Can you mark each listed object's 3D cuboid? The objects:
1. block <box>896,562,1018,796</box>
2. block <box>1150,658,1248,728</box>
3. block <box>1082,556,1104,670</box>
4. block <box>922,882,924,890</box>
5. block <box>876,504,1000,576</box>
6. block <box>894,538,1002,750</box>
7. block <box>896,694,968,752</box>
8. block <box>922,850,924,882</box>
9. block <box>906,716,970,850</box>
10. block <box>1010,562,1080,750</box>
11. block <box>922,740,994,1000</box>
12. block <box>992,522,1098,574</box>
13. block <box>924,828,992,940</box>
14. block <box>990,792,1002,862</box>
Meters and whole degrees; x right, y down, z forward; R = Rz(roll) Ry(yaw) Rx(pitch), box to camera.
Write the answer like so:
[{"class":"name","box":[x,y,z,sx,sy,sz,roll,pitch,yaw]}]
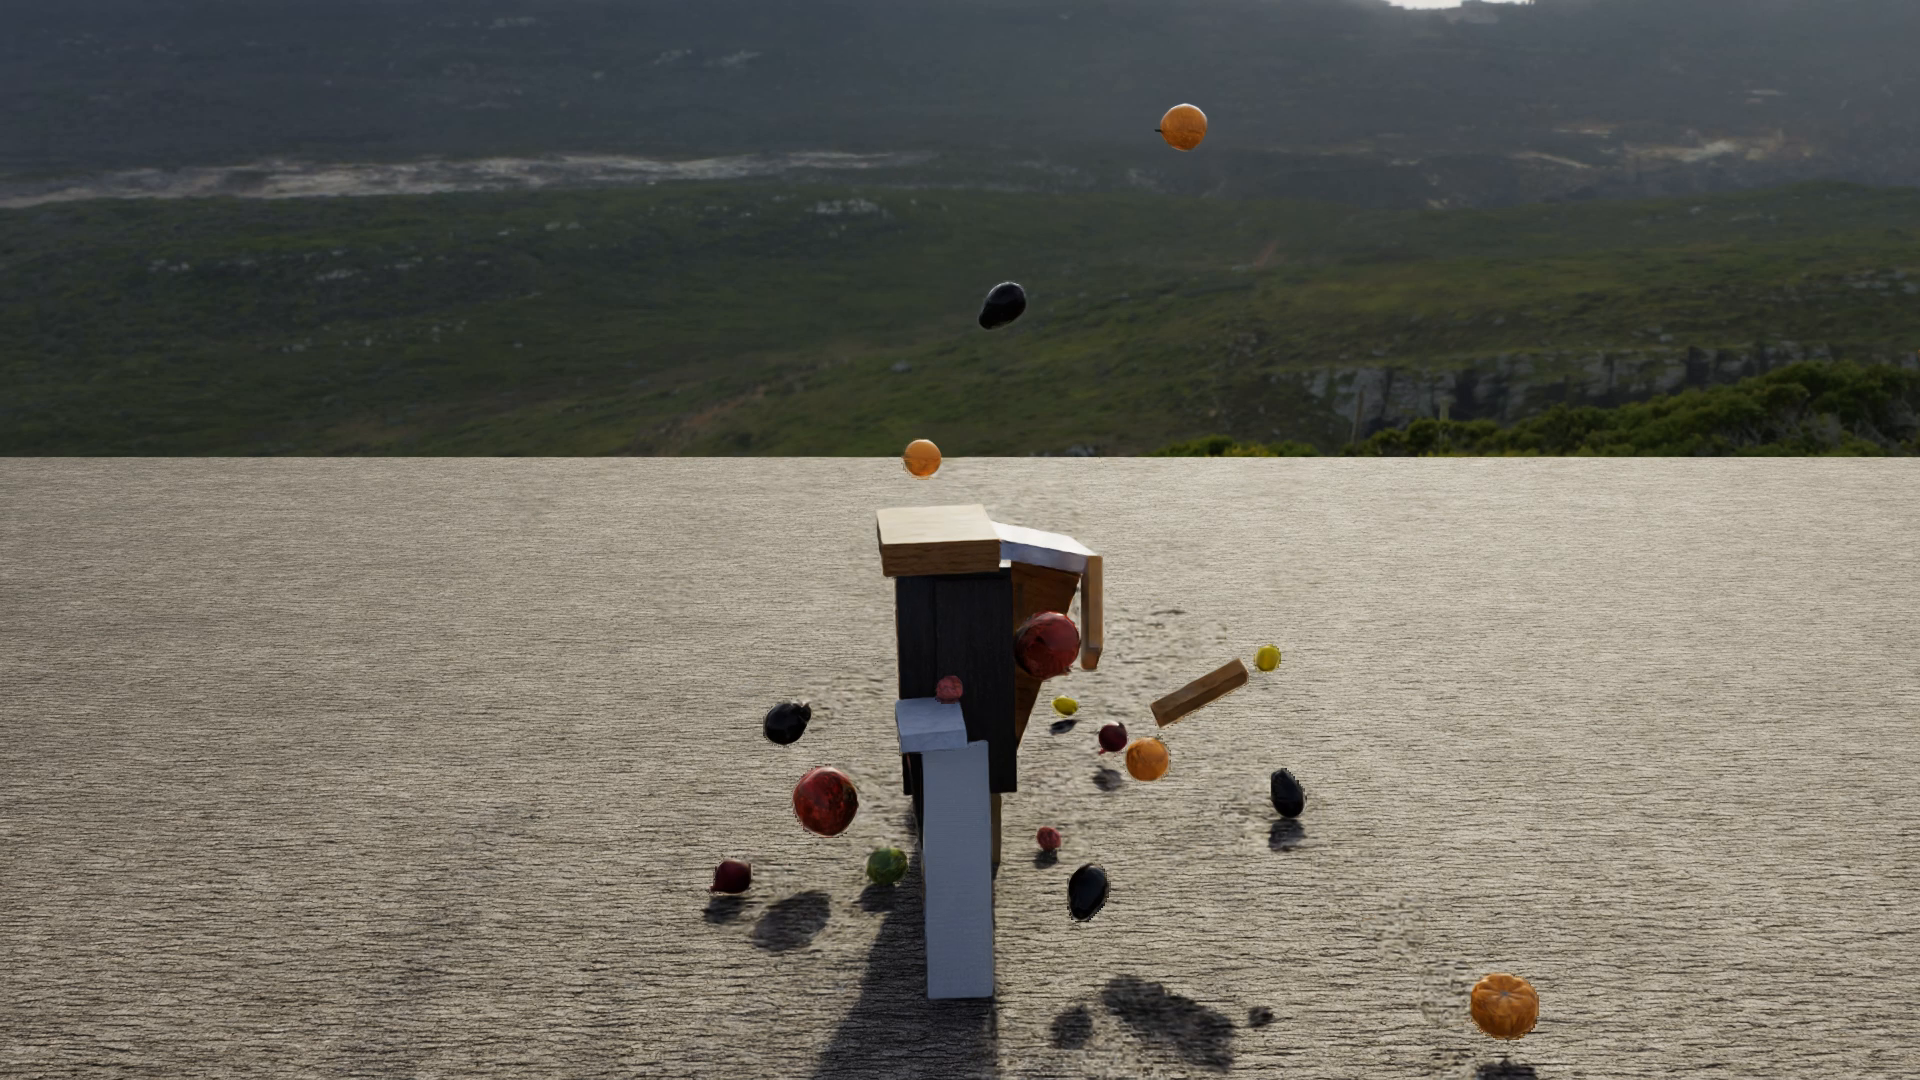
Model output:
[{"class":"block","box":[-0.005,0.214,3.385,0.175,0.349,0.049,-2,6,-1]},{"class":"block","box":[0.410,0.262,3.764,0.171,0.024,0.086,-28,-20,0]},{"class":"block","box":[0.223,0.122,3.716,0.024,0.171,0.086,4,-27,-4]},{"class":"block","box":[-0.011,0.576,3.294,0.079,0.158,0.022,-4,10,1]},{"class":"block","box":[-0.039,-0.002,3.462,0.175,0.049,0.349,-3,10,-3]},{"class":"block","box":[-0.015,0.176,3.603,0.175,0.349,0.049,-2,7,0]},{"class":"block","box":[-0.044,0.272,3.266,0.096,0.027,0.192,-5,11,-3]},{"class":"block","box":[-0.018,0.478,3.330,0.079,0.022,0.158,-4,10,0]},{"class":"block","box":[-0.026,0.368,3.336,0.096,0.192,0.027,-6,-5,-10]},{"class":"block","box":[0.079,0.266,3.957,0.119,0.537,0.034,16,29,-4]},{"class":"block","box":[-0.004,0.483,3.228,0.096,0.373,0.027,-1,0,-6]},{"class":"block","box":[0.113,0.009,3.820,0.238,0.034,0.119,10,14,-29]},{"class":"block","box":[-0.004,0.520,3.457,0.107,0.213,0.030,-1,11,-1]},{"class":"block","box":[0.005,0.435,3.784,0.131,0.262,0.037,0,25,-1]}]
